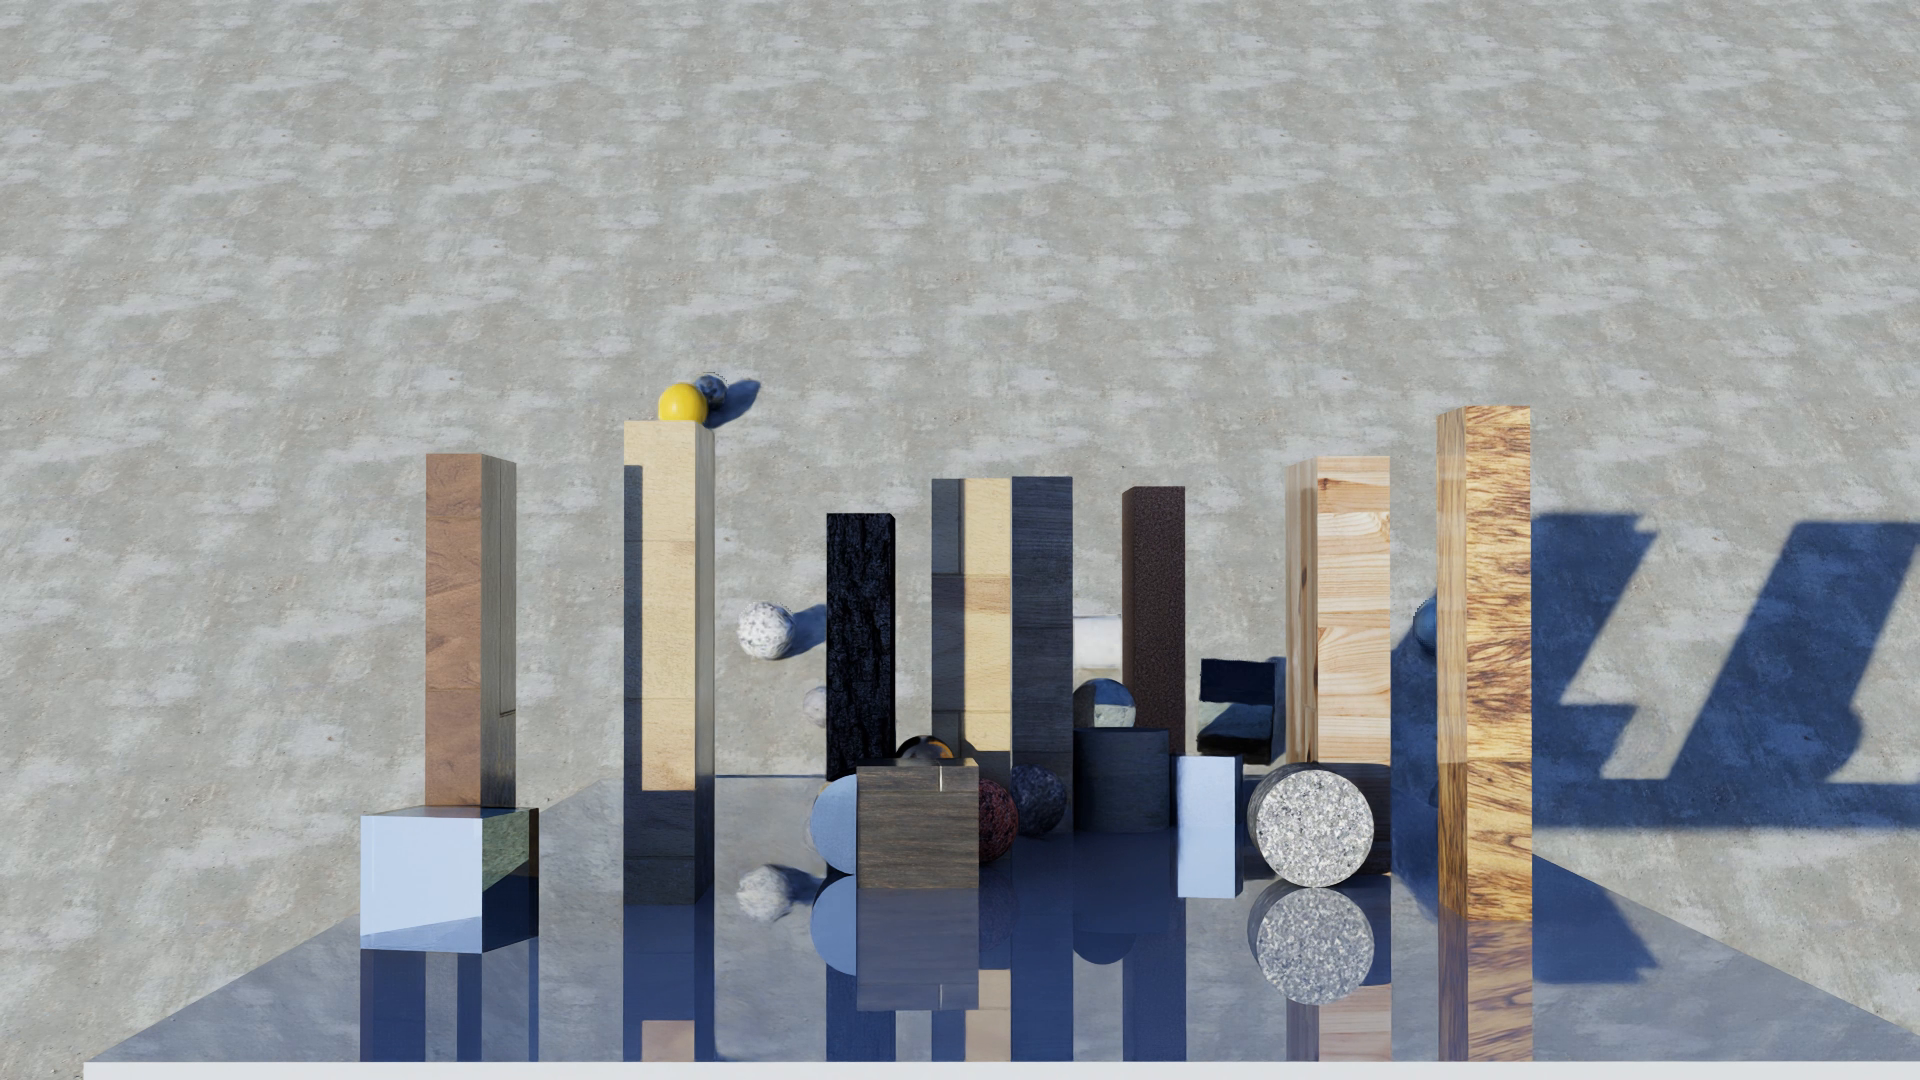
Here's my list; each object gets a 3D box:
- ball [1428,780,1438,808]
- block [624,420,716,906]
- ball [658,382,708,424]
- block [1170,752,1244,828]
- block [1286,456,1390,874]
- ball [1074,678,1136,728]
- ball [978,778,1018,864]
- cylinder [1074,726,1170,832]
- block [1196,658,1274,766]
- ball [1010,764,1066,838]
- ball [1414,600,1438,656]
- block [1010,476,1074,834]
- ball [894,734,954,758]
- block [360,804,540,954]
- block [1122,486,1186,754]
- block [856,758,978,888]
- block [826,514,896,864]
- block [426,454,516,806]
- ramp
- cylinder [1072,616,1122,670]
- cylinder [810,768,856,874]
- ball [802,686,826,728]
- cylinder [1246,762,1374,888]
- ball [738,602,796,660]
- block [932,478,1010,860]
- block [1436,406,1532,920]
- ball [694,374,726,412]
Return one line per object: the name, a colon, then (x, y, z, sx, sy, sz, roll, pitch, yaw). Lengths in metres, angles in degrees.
ball: (1.290, 0.677, 6.636, 0.183, 0.183, 0.183, 0, 33, 0)
block: (-0.474, 0.196, 4.255, 0.112, 0.762, 0.337, 0, -1, 0)
ball: (-0.895, -0.426, 8.375, 0.164, 0.164, 0.164, 0, 33, 0)
block: (0.514, 0.524, 5.456, 0.146, 0.146, 0.146, 0, -1, 13)
block: (0.686, 0.221, 4.738, 0.126, 0.728, 0.448, 0, -1, 0)
ball: (0.302, 0.366, 5.530, 0.147, 0.147, 0.147, 0, 33, 0)
ball: (0.027, 0.506, 4.664, 0.157, 0.157, 0.157, 0, 33, 0)
cylinder: (0.331, 0.494, 5.361, 0.203, 0.203, 0.203, 0, -1, 0)
block: (0.739, 0.461, 6.960, 0.197, 0.197, 0.197, 3, 33, 5)
ball: (0.140, 0.519, 5.172, 0.146, 0.146, 0.146, 0, 33, 0)
ball: (1.367, 0.247, 7.322, 0.165, 0.165, 0.165, 0, 33, 0)
block: (0.167, 0.235, 5.415, 0.123, 0.723, 0.329, 0, -1, 0)
ball: (-0.065, 0.409, 4.688, 0.114, 0.114, 0.114, 0, 33, 0)
block: (-0.718, 0.476, 3.662, 0.184, 0.184, 0.184, 0, -1, 16)
block: (0.428, 0.245, 5.762, 0.109, 0.714, 0.427, 0, -1, 0)
block: (-0.075, 0.479, 4.407, 0.202, 0.202, 0.202, 0, -1, -3)
block: (-0.184, 0.271, 4.893, 0.115, 0.633, 0.416, 0, -1, 0)
block: (-0.739, 0.224, 3.929, 0.081, 0.696, 0.301, 0, -1, 0)
ramp: (0.072, 0.635, 4.741, 2.000, 0.100, 4.000, 0, -1, 0)
cylinder: (0.389, 0.289, 7.274, 0.146, 0.146, 0.146, -1, 33, -2)
cylinder: (-0.176, 0.496, 4.592, 0.175, 0.175, 0.175, -1, -1, -2)
ball: (-0.373, 0.454, 7.049, 0.112, 0.112, 0.112, 0, 33, 0)
cylinder: (0.594, 0.482, 4.413, 0.195, 0.195, 0.195, 1, -1, 2)
ball: (-0.546, 0.258, 7.308, 0.163, 0.163, 0.163, 0, 33, 0)
block: (0.020, 0.239, 4.899, 0.144, 0.698, 0.304, 0, -1, 0)
block: (0.810, 0.186, 4.019, 0.096, 0.774, 0.242, 0, -1, 0)
ball: (-0.825, -0.482, 8.504, 0.119, 0.119, 0.119, 0, 33, 0)
